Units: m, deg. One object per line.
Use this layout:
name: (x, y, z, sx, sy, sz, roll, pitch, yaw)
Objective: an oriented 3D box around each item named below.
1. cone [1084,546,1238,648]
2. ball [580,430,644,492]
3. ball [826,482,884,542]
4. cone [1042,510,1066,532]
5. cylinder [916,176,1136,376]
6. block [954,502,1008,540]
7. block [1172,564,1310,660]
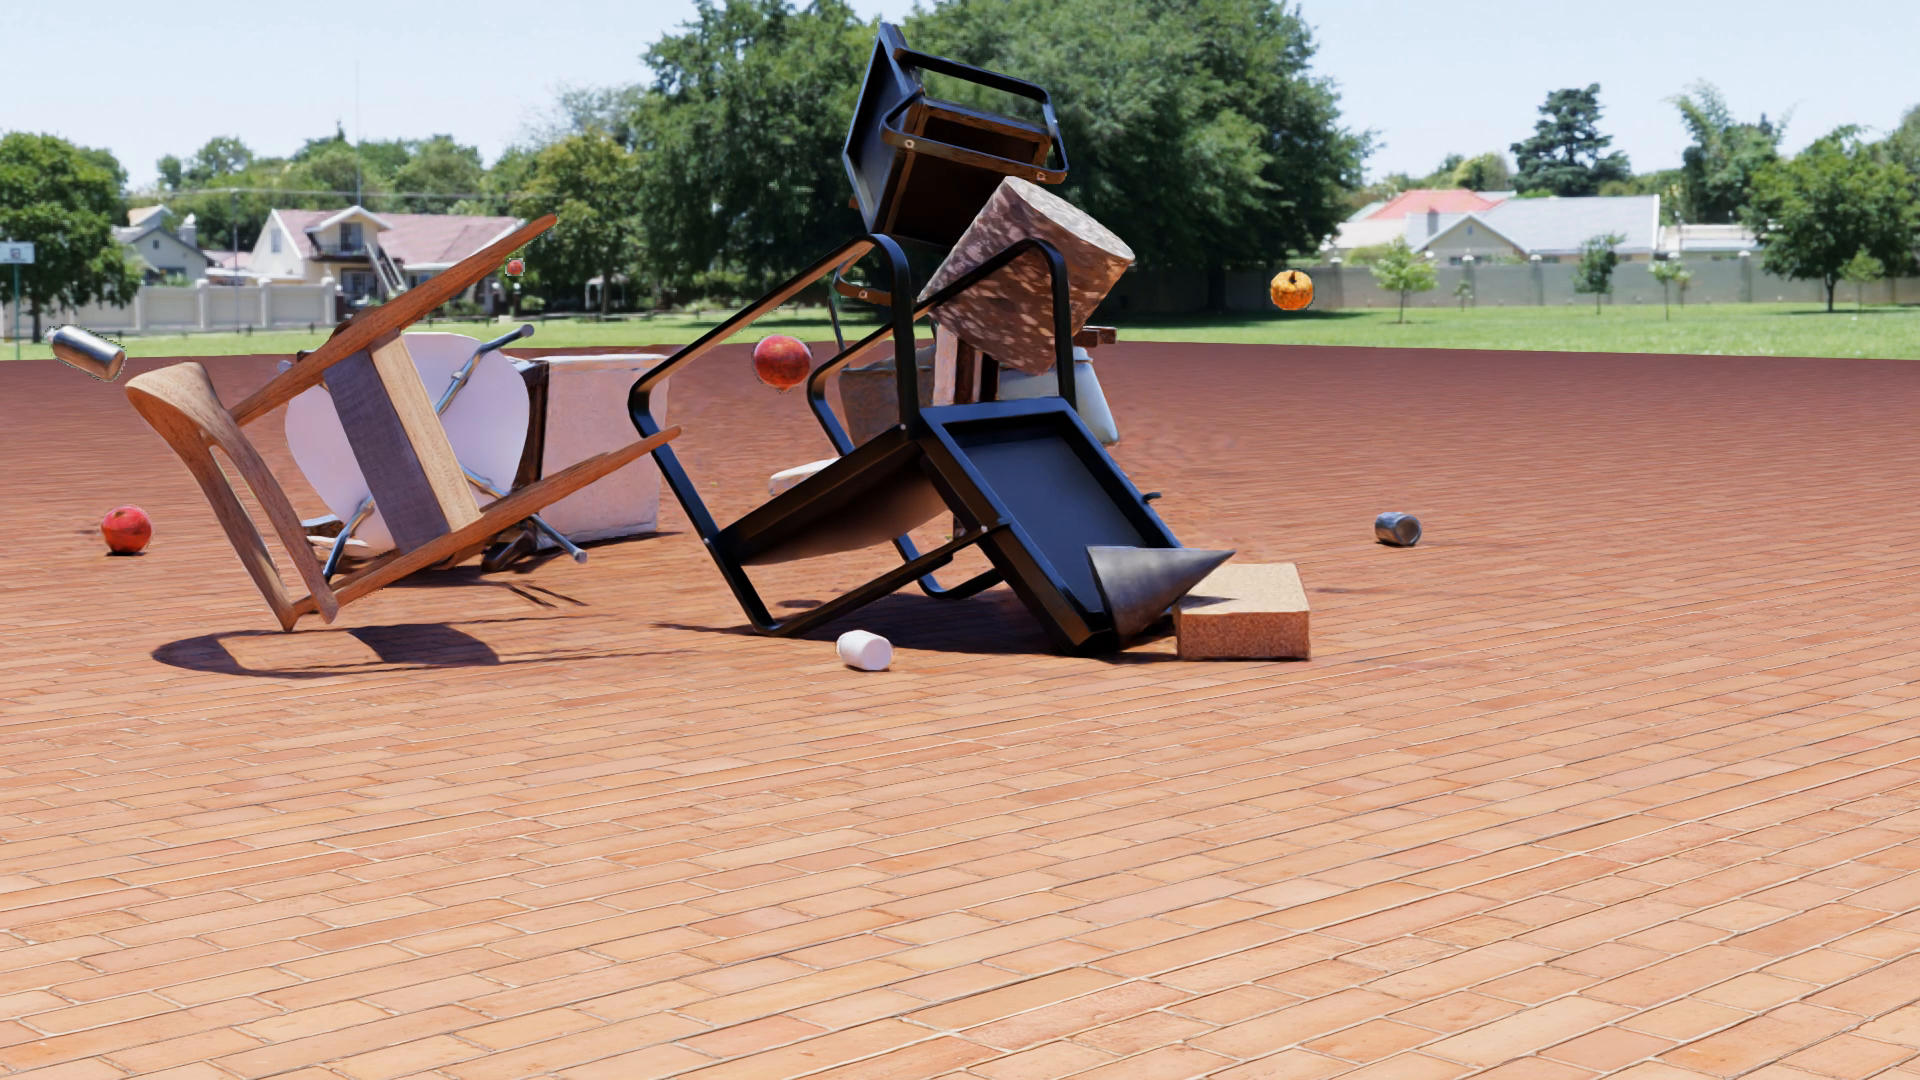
cone: (0.364, 0.057, 4.430, 0.248, 0.153, 0.202, -19, 51, -1)
ball: (-1.065, -0.244, 7.846, 0.191, 0.191, 0.191, 0, 6, 0)
ball: (-0.259, -0.069, 6.376, 0.145, 0.145, 0.145, 0, 6, 0)
cone: (0.258, -0.035, 6.606, 0.053, 0.048, 0.122, 48, 7, 33)
cylinder: (0.133, -0.534, 5.225, 0.317, 0.328, 0.122, 29, 30, -16)
block: (0.053, -0.050, 6.503, 0.122, 0.081, 0.168, 1, 6, 7)
block: (0.489, 0.124, 4.500, 0.220, 0.084, 0.229, -2, 20, 1)
